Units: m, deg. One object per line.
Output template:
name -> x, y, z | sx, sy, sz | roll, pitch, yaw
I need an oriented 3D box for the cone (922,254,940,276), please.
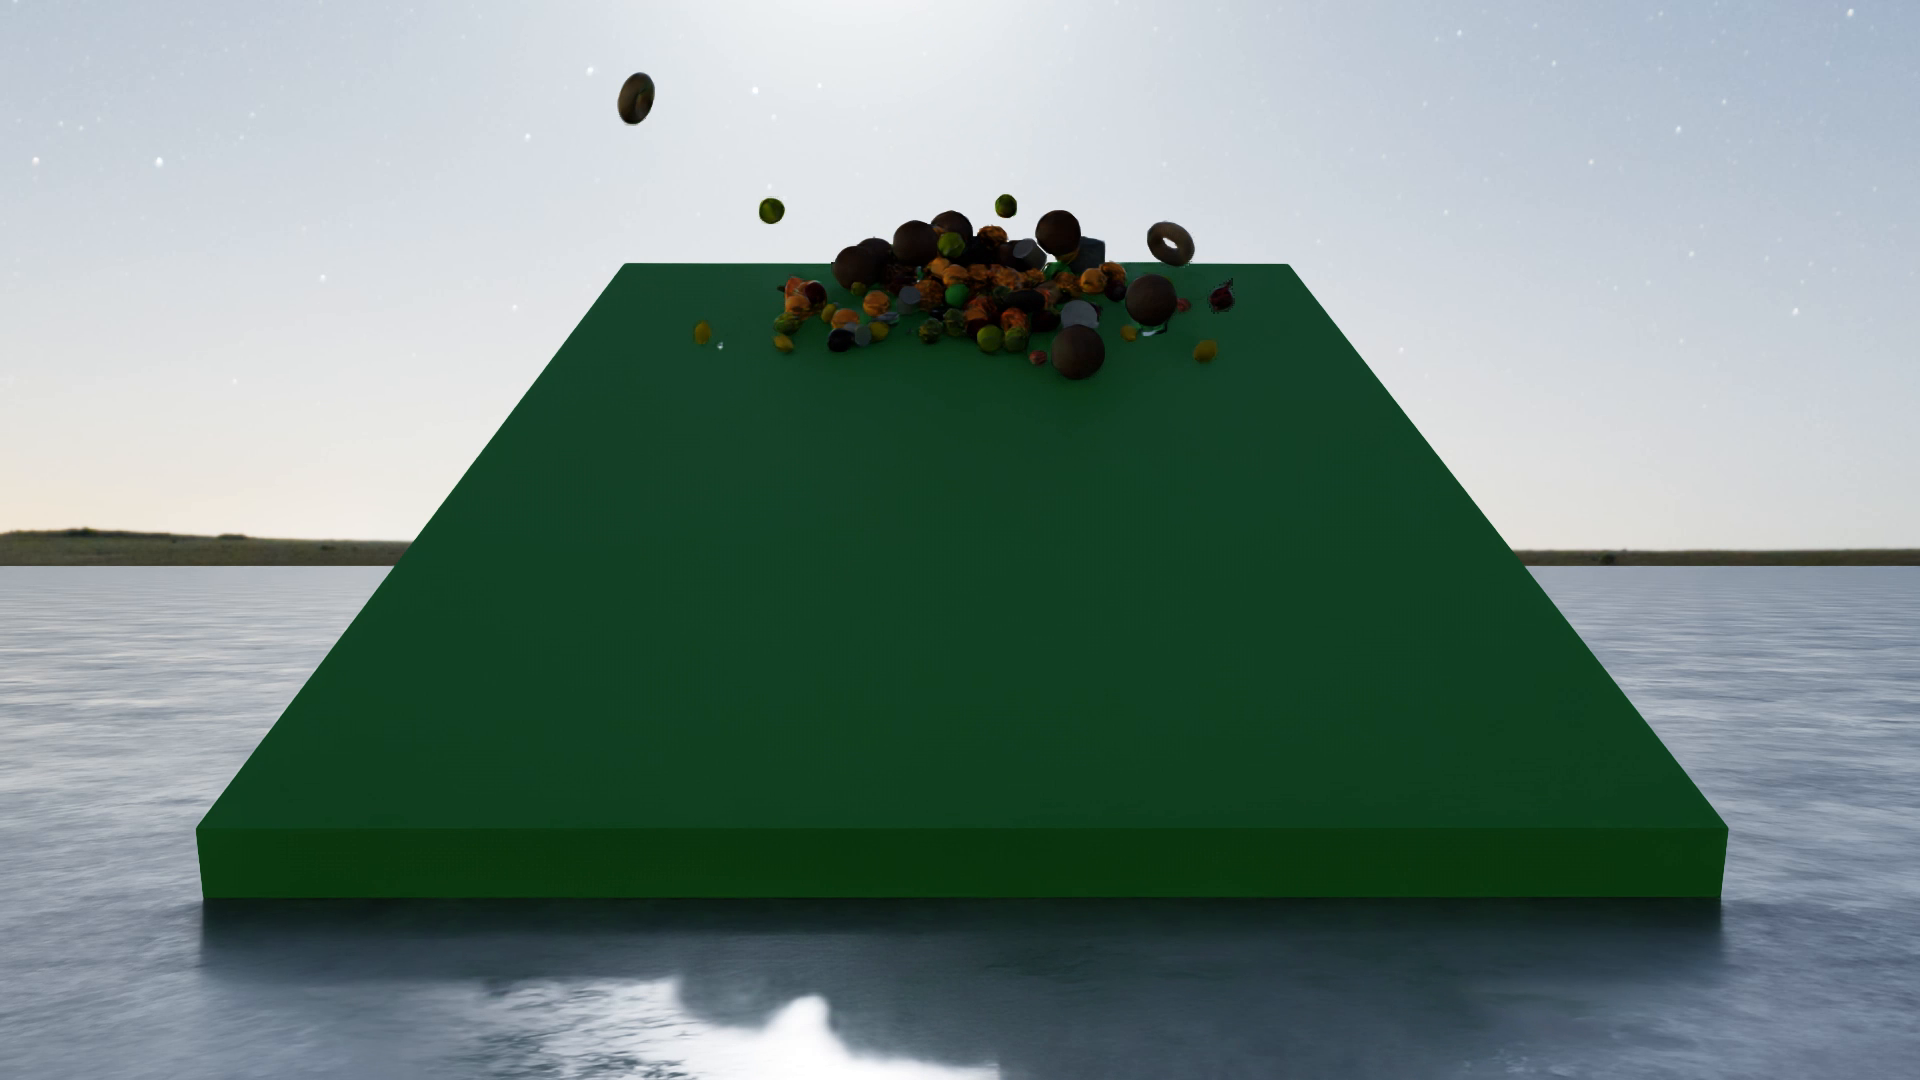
cone -> -0.062, -0.783, 6.436 | 0.067, 0.067, 0.067 | 0, 24, -41

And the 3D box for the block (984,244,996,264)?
block -> 0.073, -0.862, 6.719 | 0.055, 0.055, 0.055 | -4, 8, -30

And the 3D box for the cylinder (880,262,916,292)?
cylinder -> -0.175, -0.746, 6.314 | 0.076, 0.076, 0.076 | -1, 14, 45

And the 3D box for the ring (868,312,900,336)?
ring -> -0.198, -0.556, 5.734 | 0.093, 0.031, 0.093 | -26, -8, -4

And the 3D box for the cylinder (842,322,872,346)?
cylinder -> -0.262, -0.520, 5.641 | 0.053, 0.053, 0.053 | 0, 13, -43

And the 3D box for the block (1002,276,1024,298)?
block -> 0.149, -0.700, 6.201 | 0.055, 0.055, 0.055 | -2, 17, 4

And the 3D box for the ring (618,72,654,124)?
ring -> -0.822, -1.120, 5.664 | 0.045, 0.135, 0.135 | 22, 6, 17

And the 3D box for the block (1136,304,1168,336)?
block -> 0.496, -0.569, 5.765 | 0.064, 0.064, 0.064 | -10, 18, 0

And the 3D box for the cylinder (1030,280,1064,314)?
cylinder -> 0.230, -0.652, 5.990 | 0.071, 0.071, 0.071 | -30, 4, -9

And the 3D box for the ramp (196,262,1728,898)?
ramp -> -0.003, -0.182, 4.831 | 2.000, 0.100, 4.000 | 0, 18, 0

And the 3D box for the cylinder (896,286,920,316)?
cylinder -> -0.138, -0.642, 5.982 | 0.057, 0.057, 0.057 | 0, -26, -11

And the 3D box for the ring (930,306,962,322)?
ring -> -0.039, -0.600, 5.938 | 0.086, 0.029, 0.086 | 1, 18, 0

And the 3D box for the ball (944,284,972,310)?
ball -> -0.006, -0.652, 5.975 | 0.072, 0.072, 0.072 | 0, -1, 0

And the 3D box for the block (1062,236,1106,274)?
block -> 0.367, -0.841, 6.594 | 0.088, 0.088, 0.088 | -16, 26, -41

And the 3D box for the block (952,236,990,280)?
block -> 0.030, -0.794, 6.282 | 0.079, 0.079, 0.079 | -18, 32, 14

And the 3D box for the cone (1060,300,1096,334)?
cone -> 0.307, -0.569, 5.817 | 0.094, 0.094, 0.094 | 0, -9, 1

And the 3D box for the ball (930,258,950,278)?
ball -> -0.053, -0.739, 6.055 | 0.055, 0.055, 0.055 | 0, -1, 0

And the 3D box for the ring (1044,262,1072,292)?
ring -> 0.276, -0.741, 6.283 | 0.087, 0.087, 0.029 | 0, 7, -17

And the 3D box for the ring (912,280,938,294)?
ring -> -0.100, -0.714, 6.300 | 0.078, 0.026, 0.078 | 1, 16, 0

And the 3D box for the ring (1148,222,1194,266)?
ring -> 0.600, -0.844, 6.356 | 0.148, 0.148, 0.049 | 0, 42, 44

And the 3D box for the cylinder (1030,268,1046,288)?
cylinder -> 0.239, -0.741, 6.318 | 0.054, 0.054, 0.054 | -28, 13, -27

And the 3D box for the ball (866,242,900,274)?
ball -> -0.225, -0.827, 6.540 | 0.096, 0.096, 0.096 | 0, -1, 0

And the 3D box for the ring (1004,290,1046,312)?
ring -> 0.166, -0.615, 5.750 | 0.110, 0.037, 0.110 | -2, -8, 0
